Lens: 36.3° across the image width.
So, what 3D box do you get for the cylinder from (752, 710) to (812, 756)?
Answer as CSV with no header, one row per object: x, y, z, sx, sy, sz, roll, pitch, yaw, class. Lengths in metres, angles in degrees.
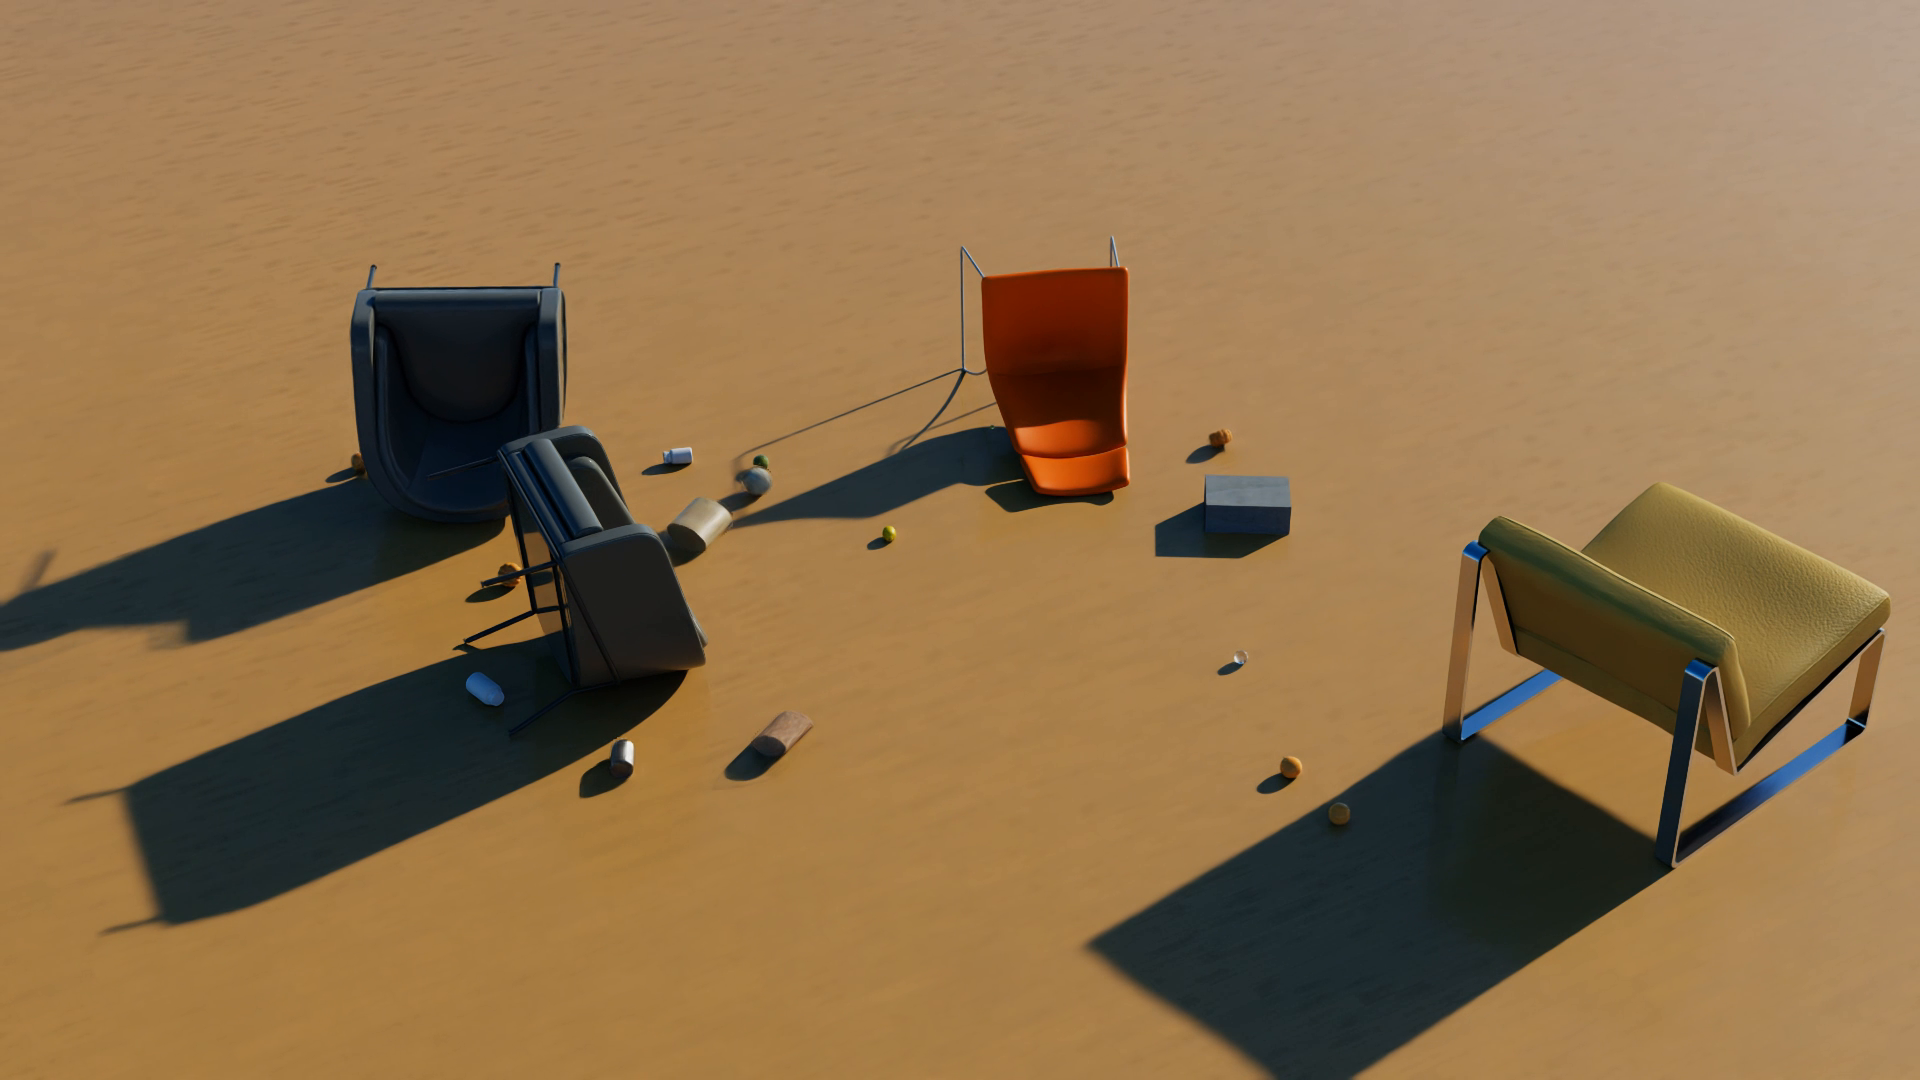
-0.598,0.653,9.875,0.142,0.081,0.163,2,29,34,cylinder

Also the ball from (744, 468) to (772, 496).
-0.774,-0.223,11.187,0.106,0.106,0.106,0,33,0,ball

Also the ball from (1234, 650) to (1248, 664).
0.985,0.410,10.276,0.050,0.050,0.050,0,33,0,ball

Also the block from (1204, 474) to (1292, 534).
1.080,-0.134,11.038,0.315,0.121,0.212,1,33,2,block

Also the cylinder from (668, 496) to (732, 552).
-0.971,-0.058,10.936,0.170,0.098,0.201,29,40,9,cylinder

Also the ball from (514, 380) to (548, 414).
-1.711,-0.569,11.683,0.137,0.137,0.137,0,33,0,ball
